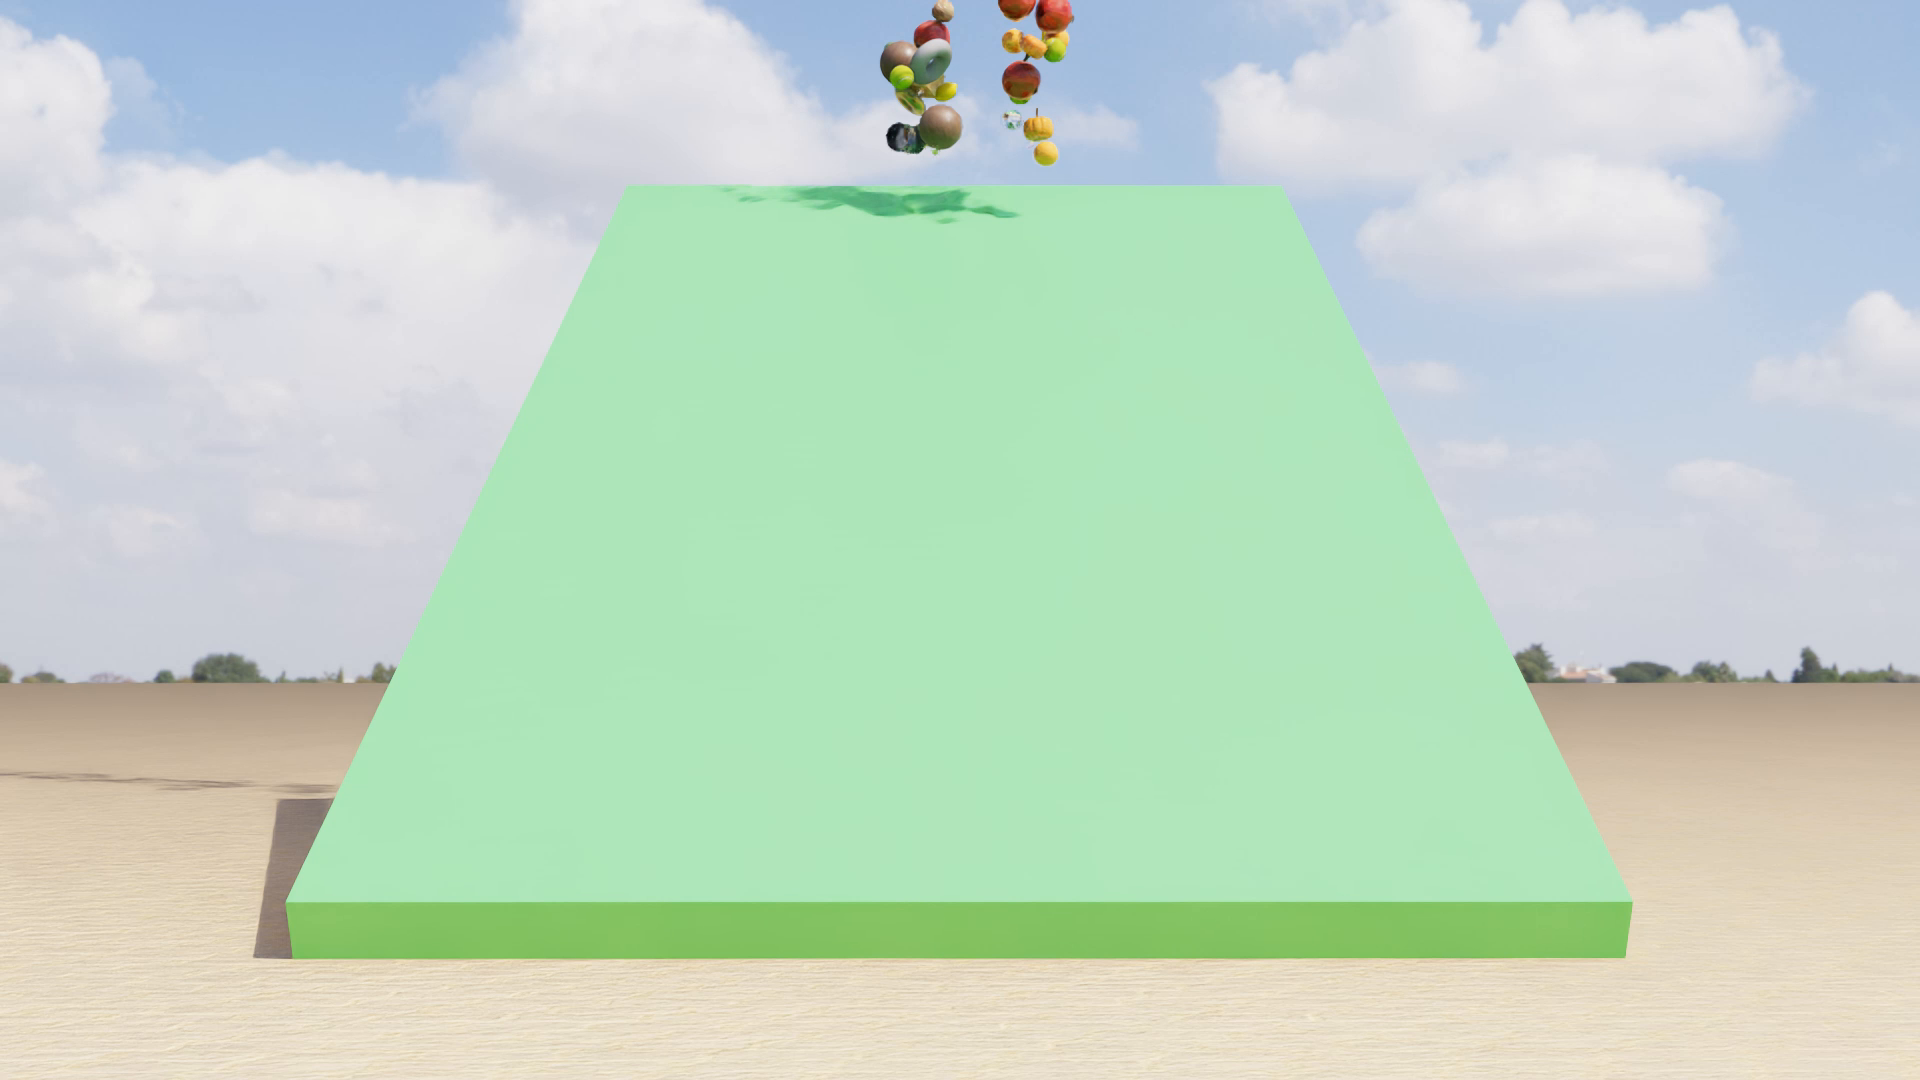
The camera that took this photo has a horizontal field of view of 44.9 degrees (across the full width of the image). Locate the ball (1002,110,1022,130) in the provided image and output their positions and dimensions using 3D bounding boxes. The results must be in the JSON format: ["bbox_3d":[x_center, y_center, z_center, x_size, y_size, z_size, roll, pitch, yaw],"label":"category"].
[{"bbox_3d":[0.149,-1.195,6.614,0.058,0.058,0.058,0,-3,0],"label":"ball"}]

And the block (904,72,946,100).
[{"bbox_3d":[-0.105,-1.396,7.054,0.079,0.079,0.079,13,-13,27],"label":"block"}]

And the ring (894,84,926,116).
[{"bbox_3d":[-0.152,-1.338,7.066,0.117,0.039,0.117,42,-6,5],"label":"ring"}]

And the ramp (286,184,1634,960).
[{"bbox_3d":[-0.008,-0.228,5.298,2.000,0.100,4.000,0,24,0],"label":"ramp"}]

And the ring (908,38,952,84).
[{"bbox_3d":[-0.086,-1.391,6.759,0.050,0.150,0.150,47,18,22],"label":"ring"}]

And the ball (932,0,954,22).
[{"bbox_3d":[-0.050,-1.580,6.946,0.067,0.067,0.067,0,-3,0],"label":"ball"}]

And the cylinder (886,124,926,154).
[{"bbox_3d":[-0.158,-1.178,6.823,0.083,0.083,0.083,-3,0,38],"label":"cylinder"}]
